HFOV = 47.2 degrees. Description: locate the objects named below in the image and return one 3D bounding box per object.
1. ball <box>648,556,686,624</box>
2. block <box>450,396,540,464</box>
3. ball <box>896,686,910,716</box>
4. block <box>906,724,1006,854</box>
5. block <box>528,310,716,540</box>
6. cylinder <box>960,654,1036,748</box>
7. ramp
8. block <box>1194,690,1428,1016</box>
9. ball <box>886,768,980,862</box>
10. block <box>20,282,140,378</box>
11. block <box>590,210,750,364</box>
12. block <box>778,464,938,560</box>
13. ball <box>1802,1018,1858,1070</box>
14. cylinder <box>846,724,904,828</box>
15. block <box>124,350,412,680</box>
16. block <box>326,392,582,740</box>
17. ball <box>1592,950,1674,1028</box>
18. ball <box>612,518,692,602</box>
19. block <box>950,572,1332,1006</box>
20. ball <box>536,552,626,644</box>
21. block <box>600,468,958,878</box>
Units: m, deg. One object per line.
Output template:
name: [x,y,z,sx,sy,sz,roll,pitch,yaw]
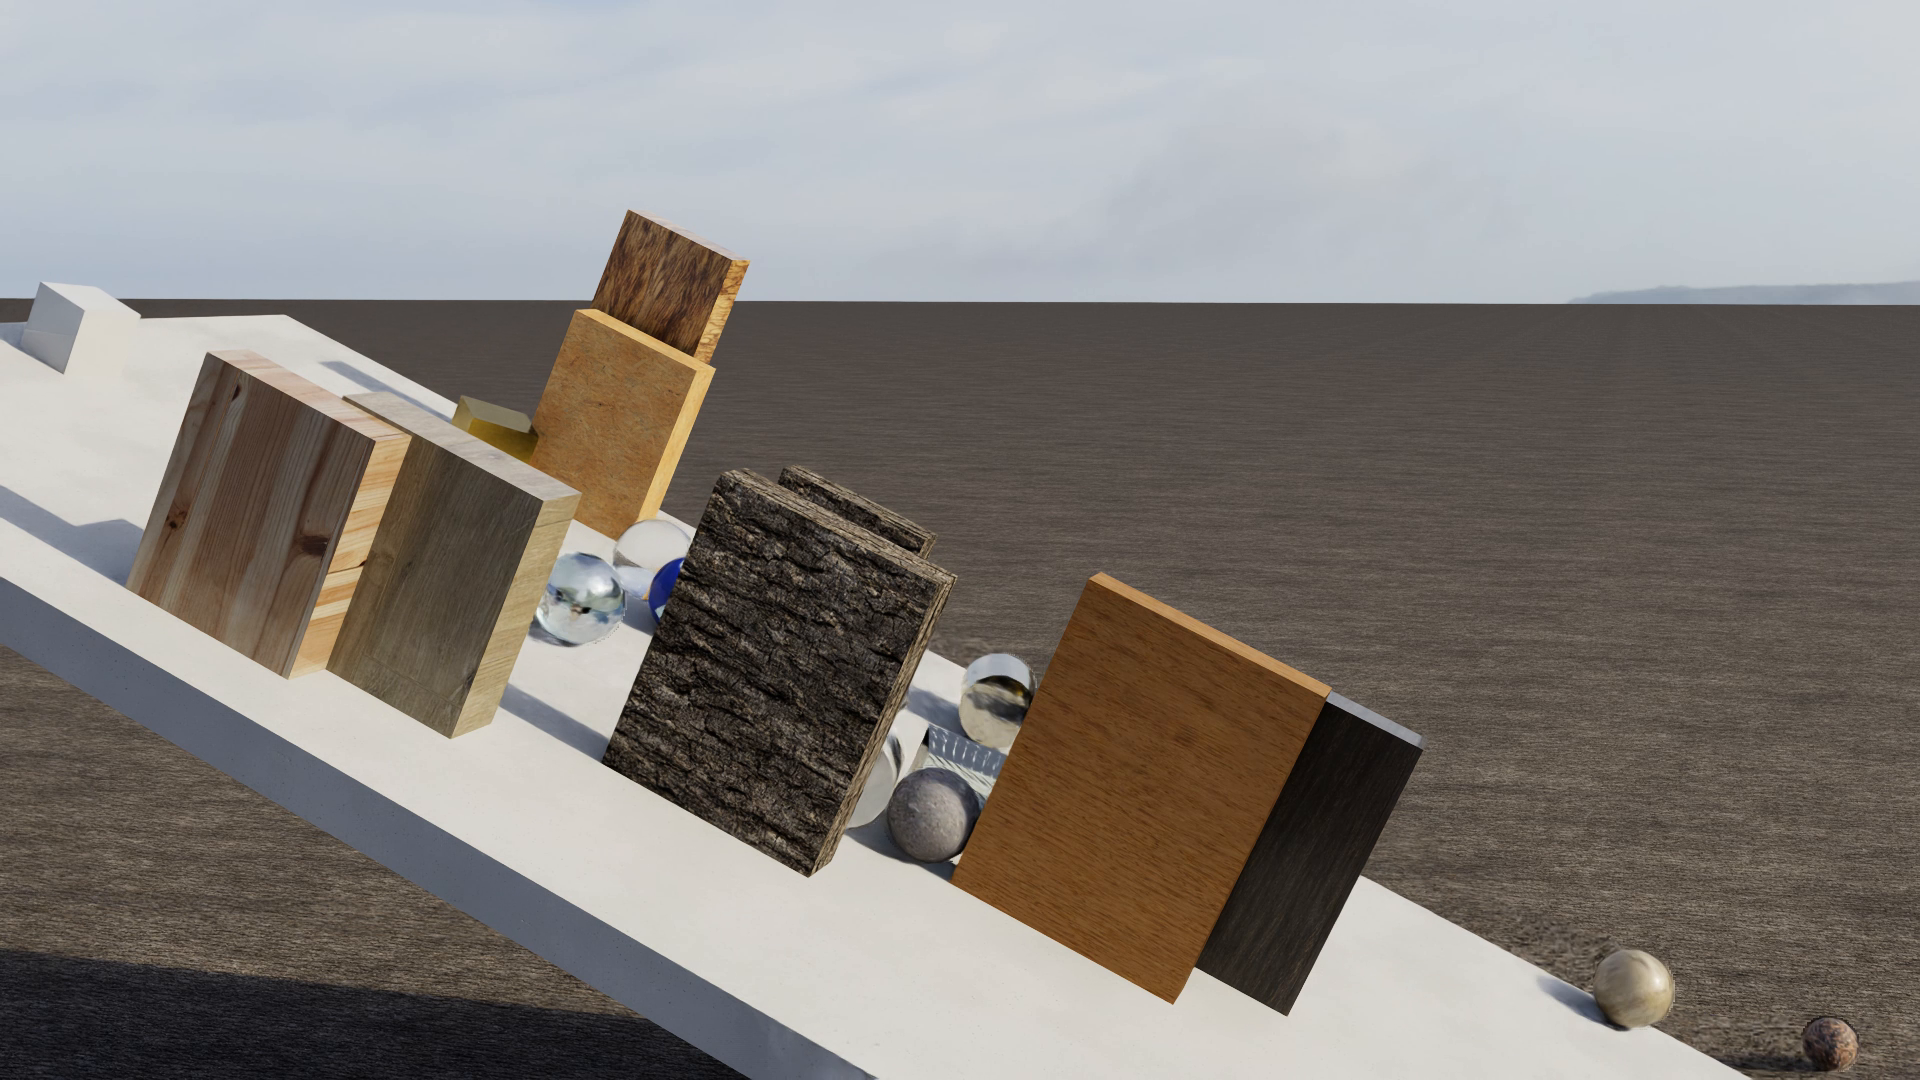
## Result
ball: [-0.550,0.118,4.487,0.173,0.173,0.173,0,7,0]
block: [-1.056,-0.208,4.923,0.155,0.155,0.155,17,15,-28]
ball: [-0.163,0.313,4.509,0.119,0.119,0.119,0,7,0]
block: [-0.014,0.466,4.086,0.158,0.158,0.158,22,13,-7]
block: [-0.786,-0.255,4.958,0.320,0.434,0.105,27,14,13]
cylinder: [0.081,0.343,4.715,0.162,0.162,0.162,0,14,1]
ramp: [-0.275,0.472,4.176,4.000,0.100,2.000,27,14,13]
block: [0.558,0.528,3.966,0.349,0.553,0.092,27,14,13]
ball: [-0.047,0.489,3.920,0.167,0.167,0.167,0,7,0]
block: [-1.809,-0.432,4.523,0.142,0.142,0.142,30,14,24]
block: [-0.746,-0.398,5.079,0.279,0.665,0.106,27,14,13]
block: [-0.280,0.113,4.415,0.324,0.426,0.084,27,14,13]
ball: [2.028,1.174,5.126,0.120,0.120,0.120,0,7,0]
cylinder: [-0.198,0.404,3.938,0.179,0.179,0.179,1,10,4]
block: [-1.124,-0.044,3.574,0.333,0.426,0.113,27,14,13]
block: [-0.895,0.037,3.634,0.392,0.434,0.134,27,14,13]
ball: [1.428,0.952,4.668,0.164,0.164,0.164,0,7,0]
ball: [-0.642,0.043,4.614,0.176,0.176,0.176,0,7,0]
block: [0.306,0.428,3.807,0.443,0.606,0.090,27,14,13]
ball: [-0.728,0.111,4.202,0.175,0.175,0.175,0,7,0]
block: [-0.307,0.220,3.685,0.412,0.549,0.110,27,14,13]
